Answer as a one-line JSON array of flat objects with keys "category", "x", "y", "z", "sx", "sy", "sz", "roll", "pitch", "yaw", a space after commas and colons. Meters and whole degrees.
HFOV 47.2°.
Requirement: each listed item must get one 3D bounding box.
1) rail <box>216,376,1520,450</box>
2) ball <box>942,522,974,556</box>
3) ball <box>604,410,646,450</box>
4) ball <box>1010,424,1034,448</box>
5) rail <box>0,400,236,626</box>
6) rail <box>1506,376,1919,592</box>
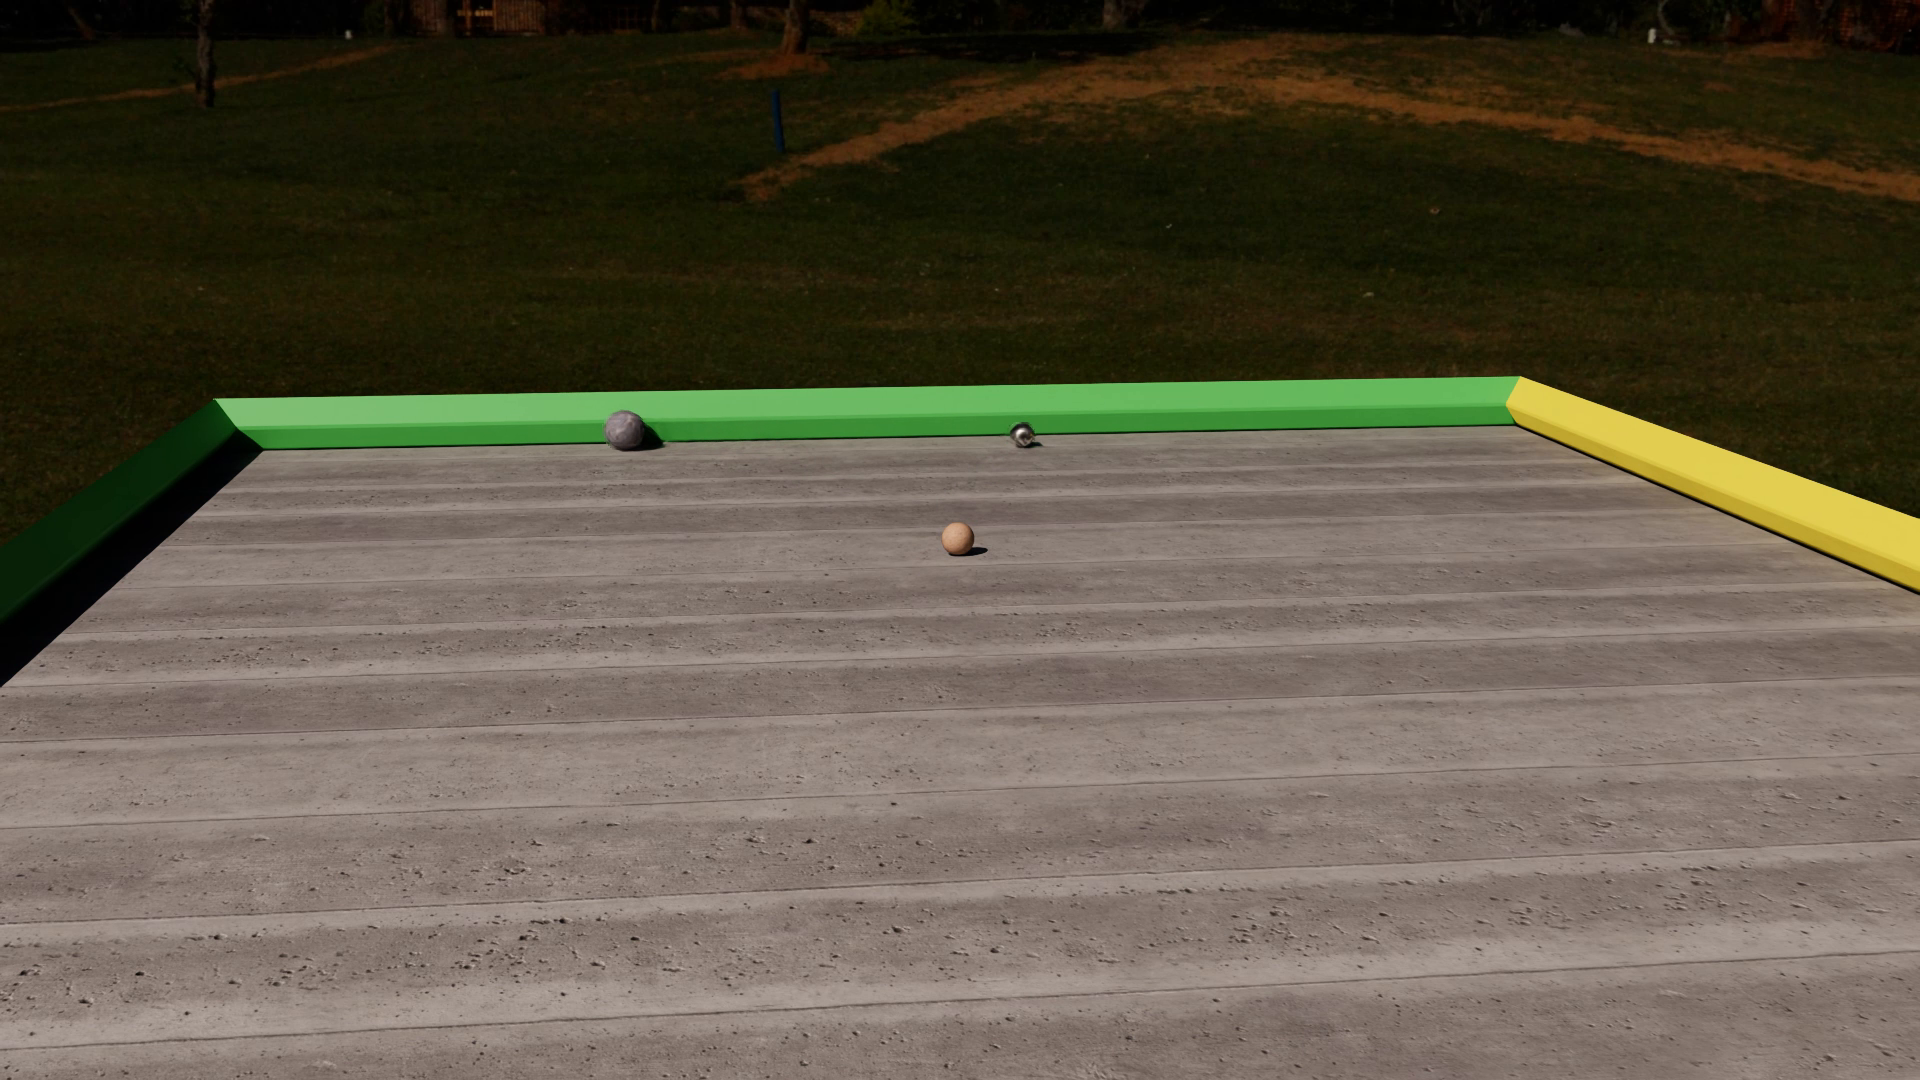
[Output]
[{"category": "rail", "x": -0.130, "y": -0.241, "z": 4.220, "sx": 2.524, "sy": 0.097, "sz": 0.045, "roll": -1, "pitch": 12, "yaw": -7}, {"category": "ball", "x": -0.003, "y": -0.002, "z": 3.207, "sx": 0.048, "sy": 0.048, "sz": 0.048, "roll": 0, "pitch": 12, "yaw": 0}, {"category": "ball", "x": -0.625, "y": -0.205, "z": 4.105, "sx": 0.075, "sy": 0.075, "sz": 0.075, "roll": 0, "pitch": 12, "yaw": 0}, {"category": "ball", "x": 0.117, "y": -0.197, "z": 4.141, "sx": 0.045, "sy": 0.045, "sz": 0.045, "roll": 0, "pitch": 12, "yaw": 0}, {"category": "rail", "x": -1.096, "y": 0.227, "z": 2.000, "sx": 0.045, "sy": 0.097, "sz": 4.313, "roll": -1, "pitch": 12, "yaw": -7}, {"category": "rail", "x": 1.362, "y": 0.164, "z": 2.299, "sx": 0.045, "sy": 0.097, "sz": 4.313, "roll": -1, "pitch": 12, "yaw": -7}]
